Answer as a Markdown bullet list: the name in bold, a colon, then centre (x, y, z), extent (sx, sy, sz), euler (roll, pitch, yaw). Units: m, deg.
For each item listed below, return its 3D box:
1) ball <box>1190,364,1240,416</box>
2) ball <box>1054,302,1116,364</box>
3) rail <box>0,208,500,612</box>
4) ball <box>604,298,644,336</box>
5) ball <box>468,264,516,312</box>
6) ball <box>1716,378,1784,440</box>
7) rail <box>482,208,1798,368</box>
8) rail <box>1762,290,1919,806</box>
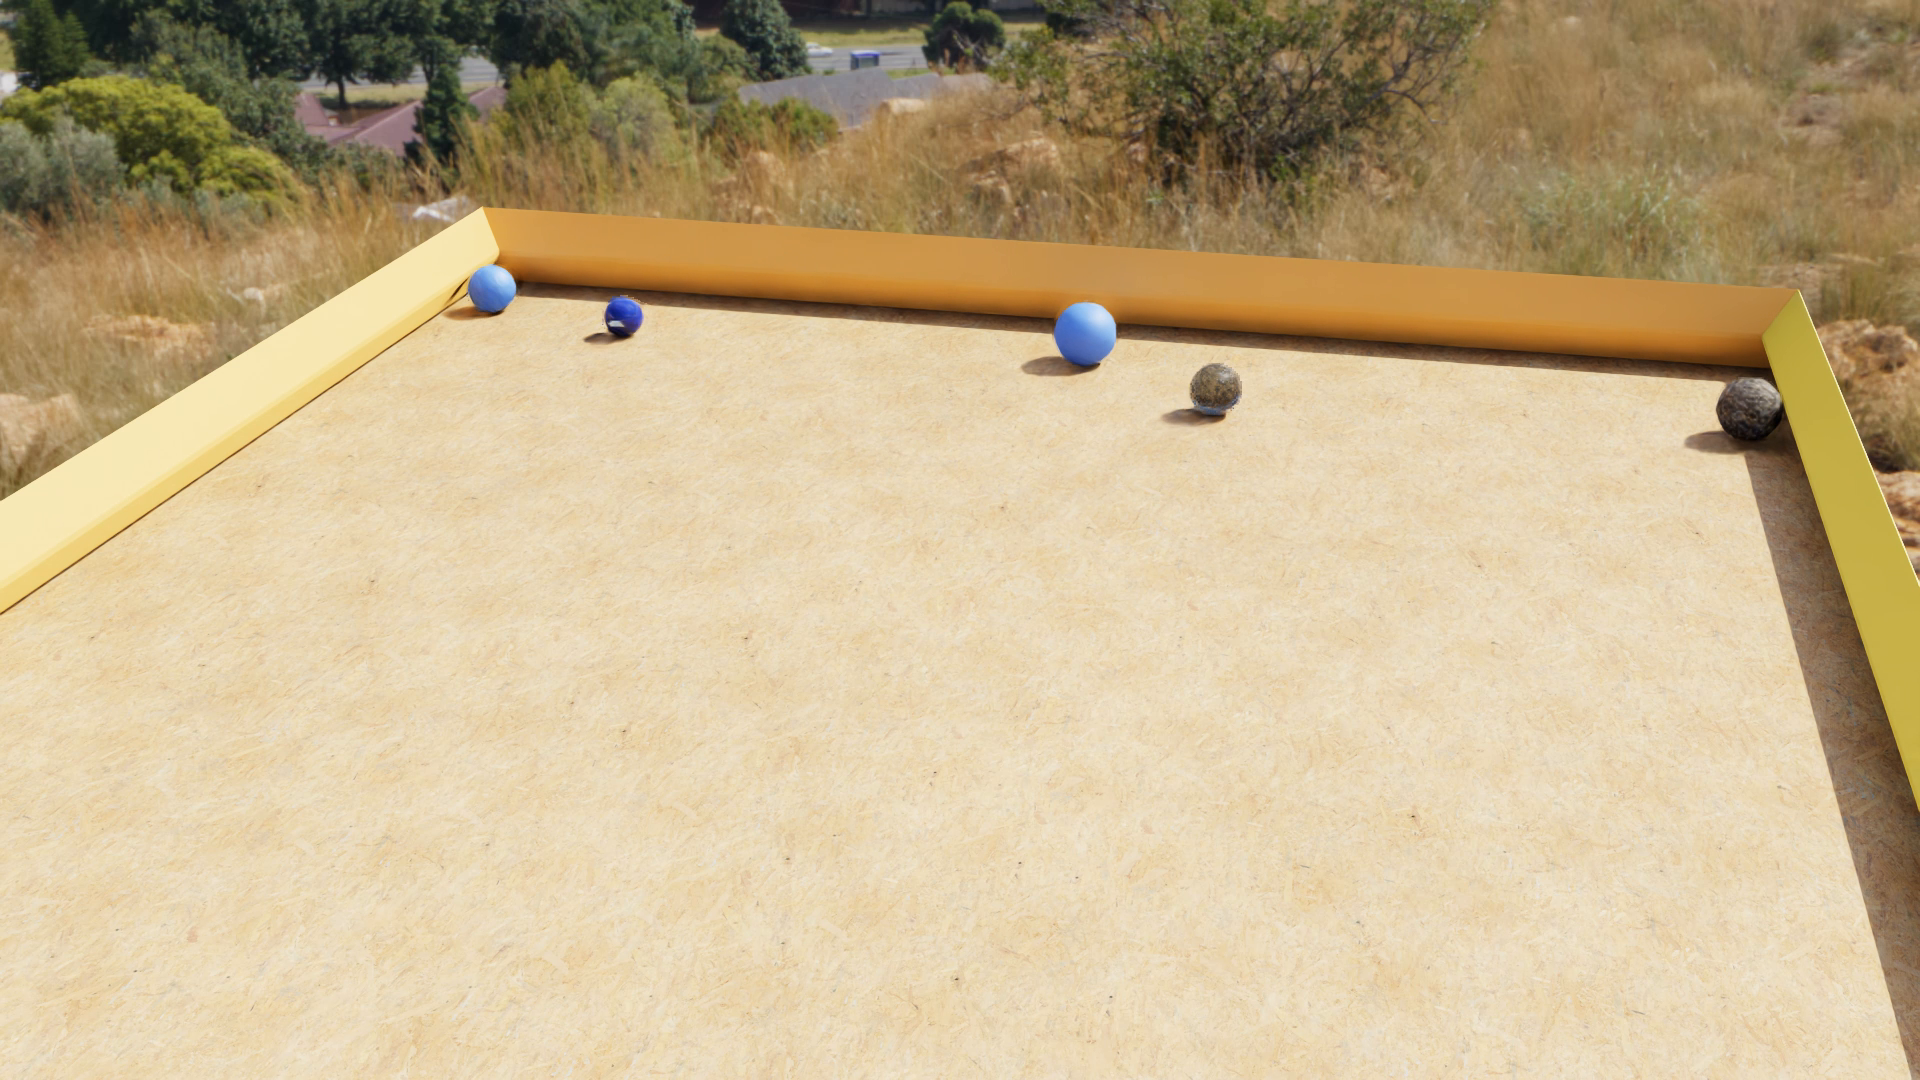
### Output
- **ball**: centre (0.334, -0.197, 2.886), extent (0.067, 0.067, 0.067), euler (0, 24, 0)
- **ball**: centre (0.175, -0.289, 3.071), extent (0.088, 0.088, 0.088), euler (0, 24, 0)
- **rail**: centre (-1.130, 0.255, 1.792), extent (0.045, 0.114, 3.677), euler (5, 24, 12)
- **ball**: centre (-0.487, -0.323, 3.188), extent (0.057, 0.057, 0.057), euler (0, 24, 0)
- **ball**: centre (-0.701, -0.377, 3.294), extent (0.070, 0.070, 0.070), euler (0, 24, 0)
- **ball**: centre (1.005, -0.166, 2.800), extent (0.080, 0.080, 0.080), euler (0, 24, 0)
- **rail**: centre (0.199, -0.369, 3.220), extent (1.946, 0.114, 0.045), euler (5, 24, 12)
- **rail**: centre (0.721, 0.424, 1.404), extent (0.045, 0.114, 3.677), euler (5, 24, 12)
